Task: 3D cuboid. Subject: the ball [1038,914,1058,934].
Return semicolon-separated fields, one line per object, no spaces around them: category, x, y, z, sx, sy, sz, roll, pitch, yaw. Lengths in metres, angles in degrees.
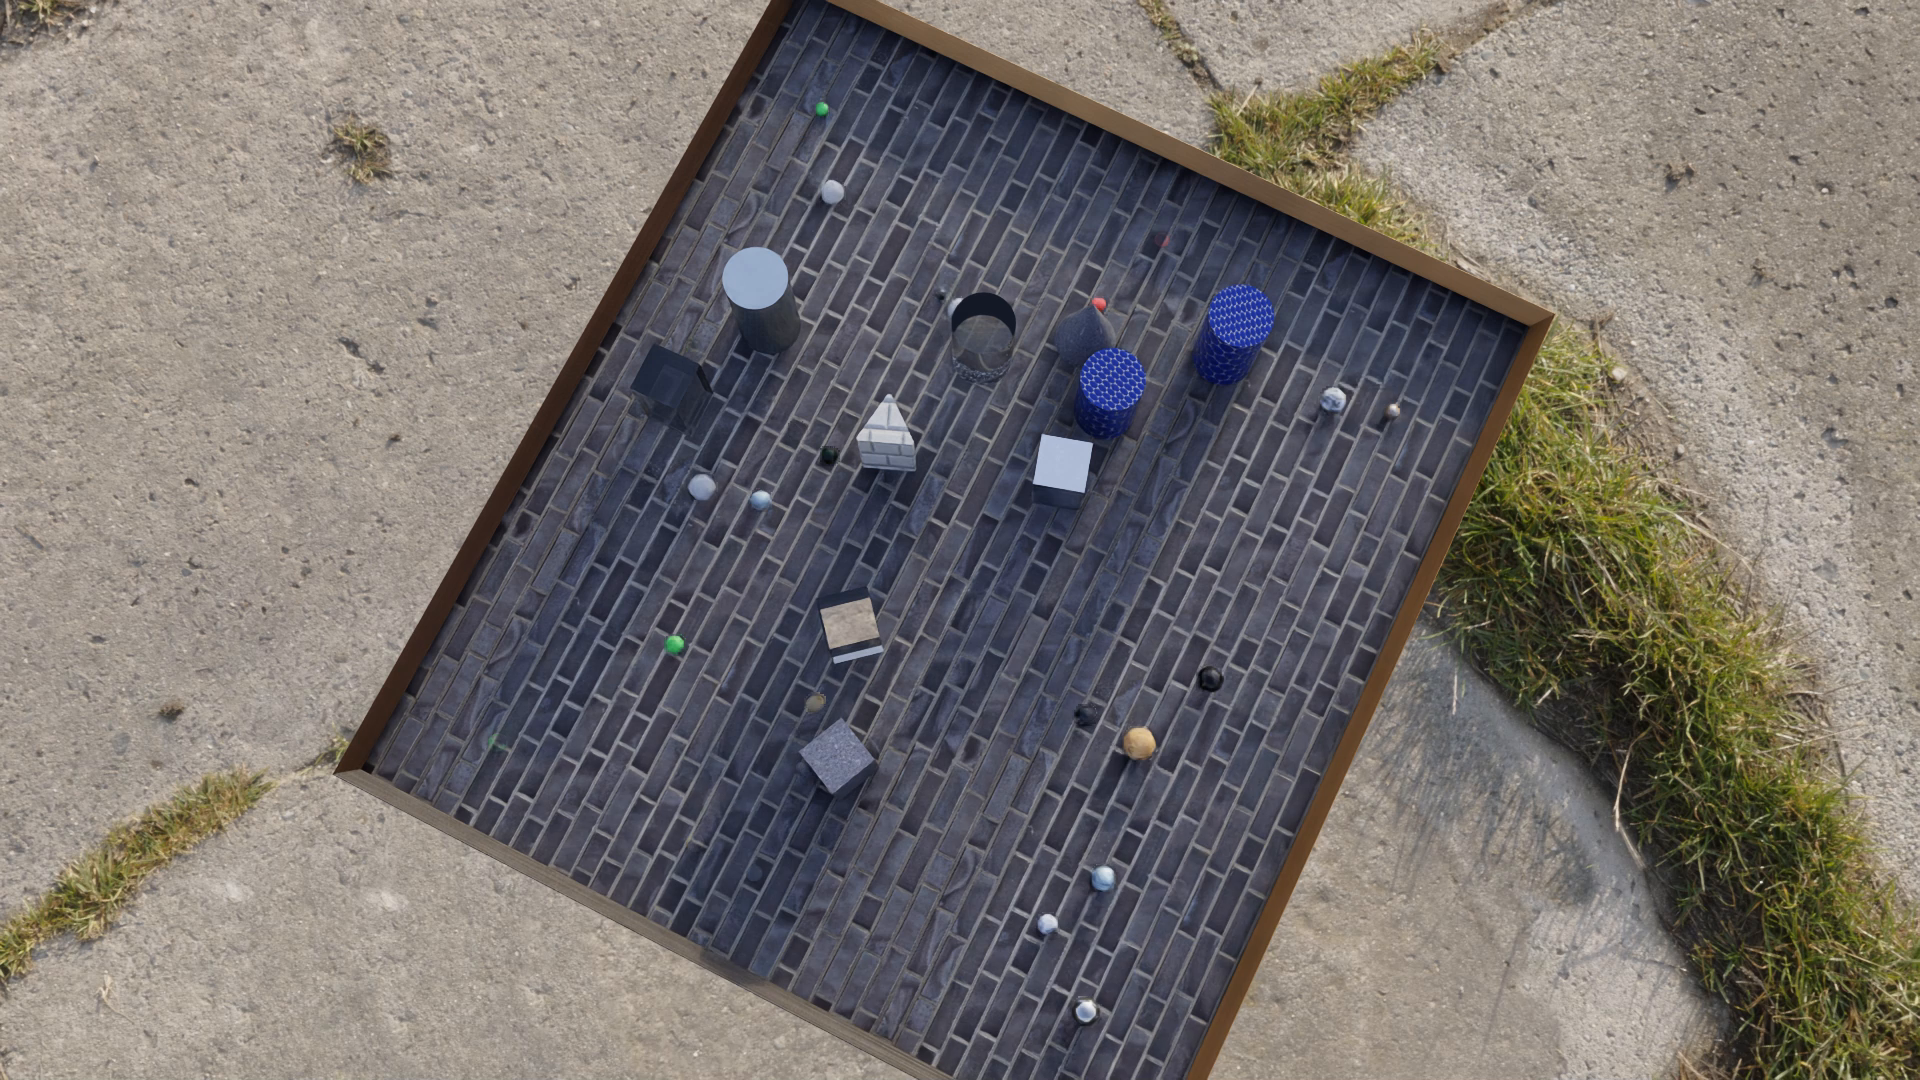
ball;0.257;1.124;5.354;0.060;0.060;0.060;0;78;0

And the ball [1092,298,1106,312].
ball;0.433;-0.737;5.731;0.045;0.045;0.045;0;78;0

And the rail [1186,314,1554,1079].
rail;1.163;0.576;5.433;0.045;0.125;2.900;26;80;5

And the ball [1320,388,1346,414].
ball;1.154;-0.431;5.666;0.079;0.079;0.079;0;78;0

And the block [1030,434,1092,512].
block;0.305;-0.201;5.532;0.153;0.247;0.153;10;78;2

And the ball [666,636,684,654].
ball;-0.861;0.315;5.523;0.056;0.056;0.056;0;78;0

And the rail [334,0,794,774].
rail;-1.163;-0.563;5.668;0.045;0.125;2.900;26;80;5

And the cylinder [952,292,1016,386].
cylinder;0.070;-0.608;5.577;0.192;0.325;0.192;0;78;0

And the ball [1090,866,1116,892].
ball;0.421;0.993;5.374;0.073;0.073;0.073;0;78;0

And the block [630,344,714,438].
block;-0.867;-0.449;5.545;0.153;0.322;0.153;25;79;5

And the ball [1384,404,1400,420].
ball;1.340;-0.397;5.674;0.047;0.047;0.047;0;78;0

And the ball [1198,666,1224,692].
ball;0.750;0.417;5.490;0.078;0.078;0.078;0;78;0

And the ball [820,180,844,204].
ball;-0.405;-1.101;5.806;0.076;0.076;0.076;0;78;0

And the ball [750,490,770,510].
ball;-0.610;-0.120;5.610;0.062;0.062;0.062;0;78;0

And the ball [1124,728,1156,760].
ball;0.532;0.605;5.442;0.096;0.096;0.096;0;78;0

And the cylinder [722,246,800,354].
cylinder;-0.596;-0.719;5.546;0.192;0.430;0.192;0;78;0

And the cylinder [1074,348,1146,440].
cylinder;0.450;-0.439;5.541;0.192;0.327;0.192;0;78;0

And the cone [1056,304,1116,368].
cone;0.394;-0.663;5.583;0.192;0.335;0.192;0;78;0

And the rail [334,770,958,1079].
rail;-0.638;1.256;5.292;2.647;0.125;0.045;26;80;5

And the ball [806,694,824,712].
ball;-0.433;0.490;5.488;0.054;0.054;0.054;0;78;0

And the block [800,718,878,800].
block;-0.348;0.640;5.329;0.153;0.304;0.153;-39;81;-7

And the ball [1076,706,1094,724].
ball;0.375;0.524;5.479;0.056;0.056;0.056;0;78;0

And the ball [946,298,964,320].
ball;-0.001;-0.714;5.723;0.081;0.081;0.081;0;78;0

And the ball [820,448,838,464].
ball;-0.403;-0.259;5.644;0.051;0.051;0.051;0;78;0

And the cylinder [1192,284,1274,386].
cylinder;0.823;-0.616;5.545;0.192;0.389;0.192;0;78;0

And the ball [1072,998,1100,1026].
ball;0.363;1.363;5.293;0.081;0.081;0.081;0;78;0

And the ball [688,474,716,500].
ball;-0.790;-0.162;5.608;0.082;0.082;0.082;0;78;0

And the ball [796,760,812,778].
ball;-0.466;0.681;5.451;0.048;0.048;0.048;0;78;0

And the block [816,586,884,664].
block;-0.324;0.253;5.412;0.153;0.297;0.153;-14;79;-3

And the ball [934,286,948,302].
ball;-0.058;-0.772;5.753;0.046;0.046;0.046;0;78;0

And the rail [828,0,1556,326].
rail;0.638;-1.243;5.809;2.647;0.125;0.045;26;80;5

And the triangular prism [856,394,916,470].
triangular prism;-0.213;-0.325;5.517;0.166;0.326;0.144;5;78;1

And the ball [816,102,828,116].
ball;-0.443;-1.381;5.880;0.044;0.044;0.044;0;78;0
